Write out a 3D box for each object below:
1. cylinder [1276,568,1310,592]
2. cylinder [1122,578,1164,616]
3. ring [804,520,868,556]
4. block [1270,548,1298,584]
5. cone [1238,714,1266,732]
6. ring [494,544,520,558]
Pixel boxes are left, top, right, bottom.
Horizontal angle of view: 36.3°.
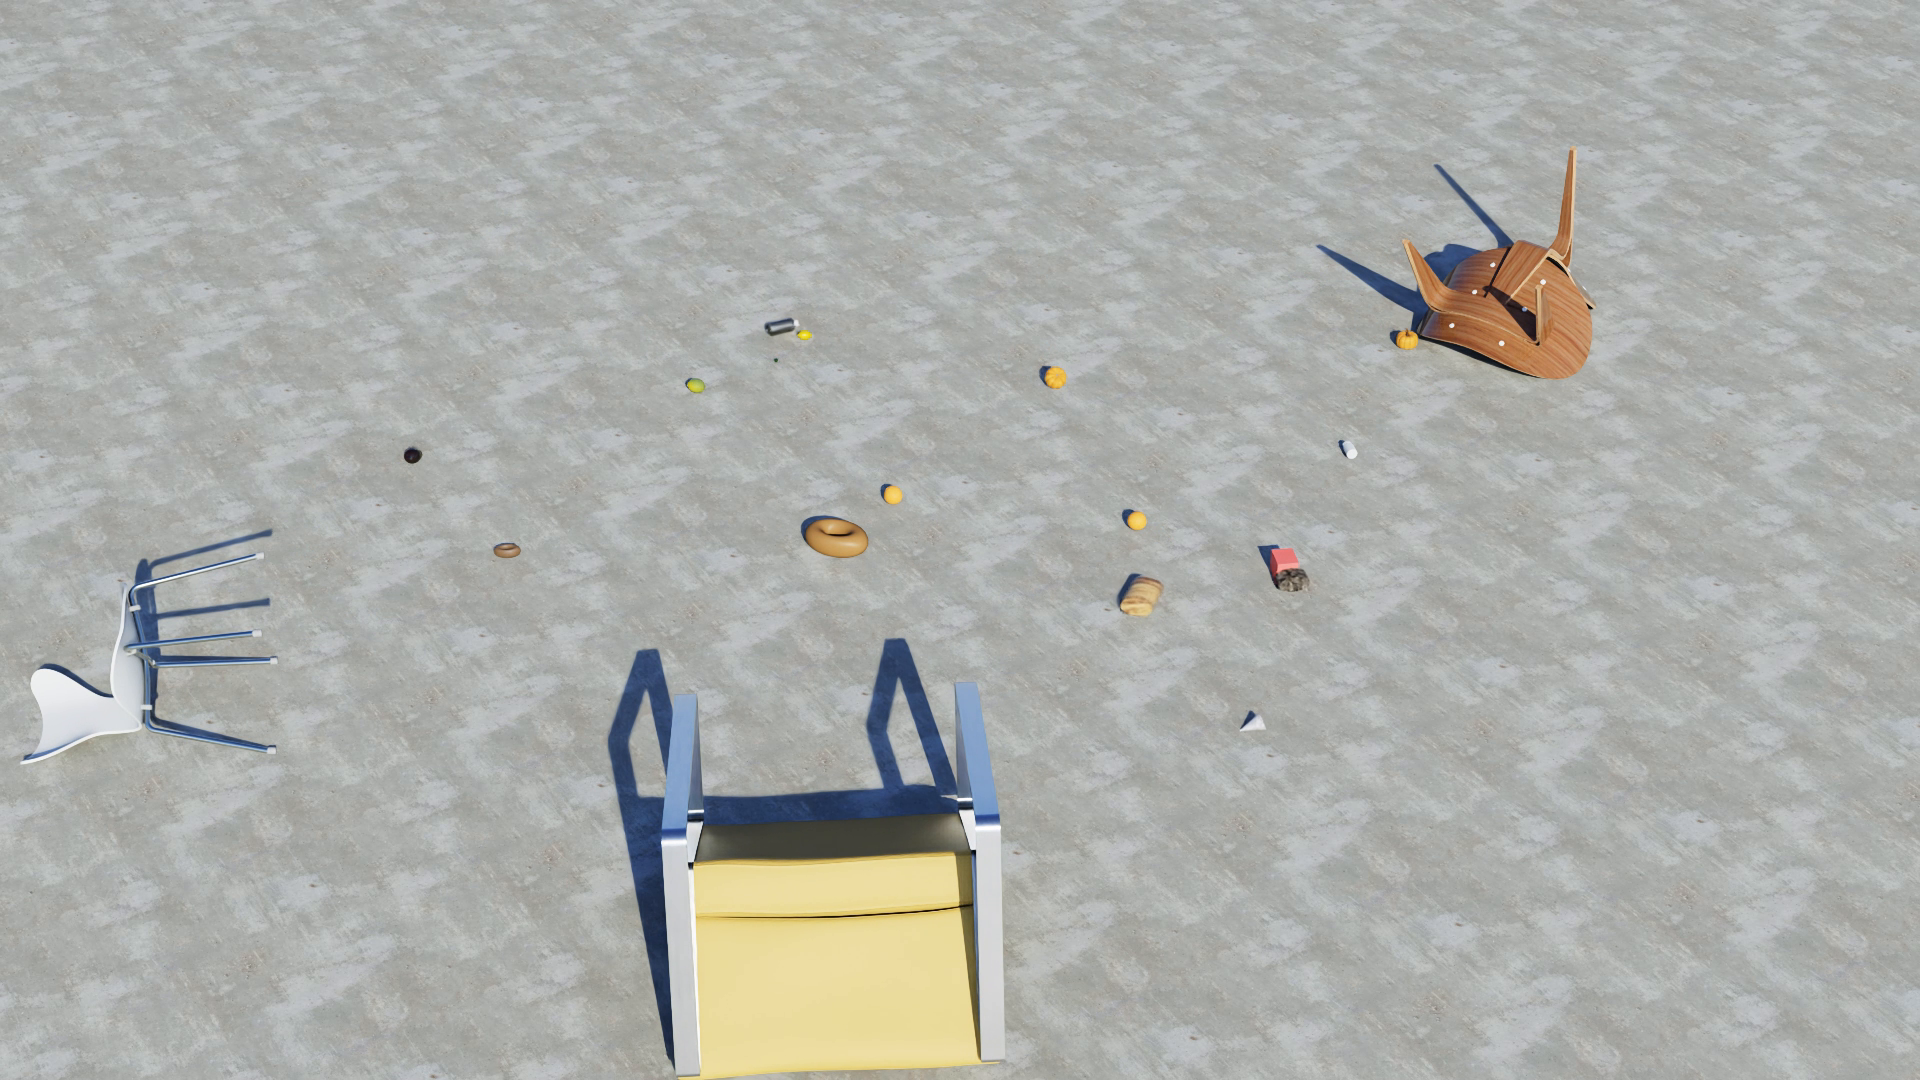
[{"bbox_3d":[1.210,0.145,10.667,0.116,0.062,0.061,-7,34,-5],"label":"cylinder"},{"bbox_3d":[0.658,0.205,10.558,0.120,0.081,0.137,2,32,23],"label":"cylinder"},{"bbox_3d":[-0.458,-0.008,10.878,0.249,0.088,0.161,12,37,19],"label":"ring"},{"bbox_3d":[1.187,0.094,10.727,0.078,0.083,0.099,-5,34,-7],"label":"block"},{"bbox_3d":[0.987,0.633,9.959,0.086,0.057,0.066,-22,29,0],"label":"cone"},{"bbox_3d":[-1.675,0.041,10.851,0.101,0.036,0.053,-2,35,-2],"label":"ring"}]
